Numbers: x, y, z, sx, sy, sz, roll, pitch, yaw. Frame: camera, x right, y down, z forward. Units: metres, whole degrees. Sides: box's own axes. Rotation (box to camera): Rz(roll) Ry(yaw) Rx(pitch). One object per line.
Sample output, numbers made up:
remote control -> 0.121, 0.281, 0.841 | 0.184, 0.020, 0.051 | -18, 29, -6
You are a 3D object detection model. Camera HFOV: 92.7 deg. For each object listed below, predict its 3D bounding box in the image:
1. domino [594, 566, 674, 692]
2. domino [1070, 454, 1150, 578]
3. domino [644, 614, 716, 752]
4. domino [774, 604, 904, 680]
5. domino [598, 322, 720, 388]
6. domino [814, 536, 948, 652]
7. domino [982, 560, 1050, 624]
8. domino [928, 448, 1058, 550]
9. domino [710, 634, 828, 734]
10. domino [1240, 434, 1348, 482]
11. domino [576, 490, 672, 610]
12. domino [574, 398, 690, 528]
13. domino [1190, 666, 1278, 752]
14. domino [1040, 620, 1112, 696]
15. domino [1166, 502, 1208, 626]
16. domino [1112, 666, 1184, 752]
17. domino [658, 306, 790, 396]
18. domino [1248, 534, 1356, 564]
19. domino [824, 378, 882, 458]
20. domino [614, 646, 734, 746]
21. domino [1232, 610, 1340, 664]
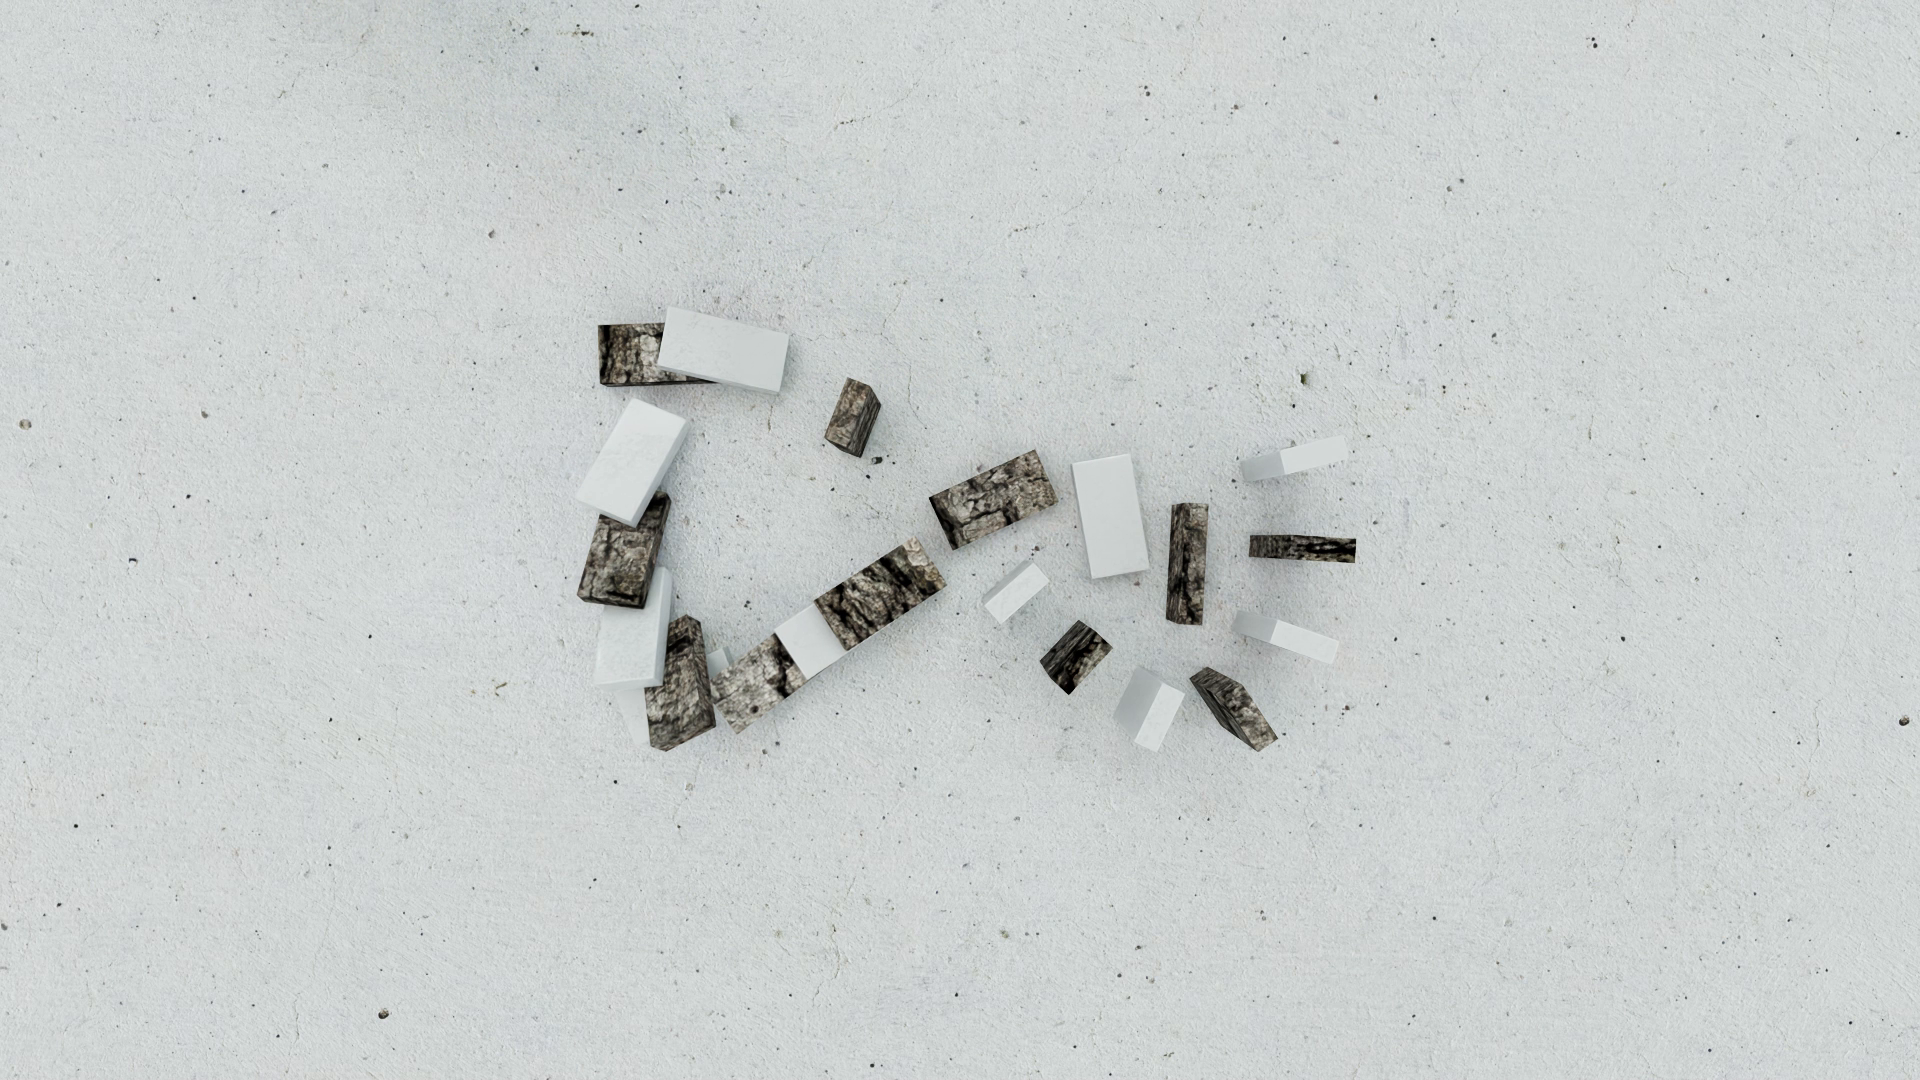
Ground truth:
domino -> -0.136, 0.037, 0.383 | 0.025, 0.010, 0.050 | -7, 61, 4
domino -> 0.064, -0.010, 0.395 | 0.025, 0.010, 0.050 | -10, 90, 0
domino -> -0.117, 0.058, 0.378 | 0.025, 0.009, 0.050 | -27, 56, 11
domino -> -0.051, 0.035, 0.389 | 0.050, 0.009, 0.025 | -34, 90, -16
domino -> -0.129, -0.080, 0.395 | 0.050, 0.009, 0.025 | -2, 90, 0
domino -> -0.033, 0.022, 0.385 | 0.050, 0.009, 0.025 | -33, 90, -16
domino -> 0.022, 0.020, 0.375 | 0.025, 0.050, 0.009 | -41, 90, 0
domino -> 0.014, -0.017, 0.395 | 0.050, 0.010, 0.025 | -24, 90, 0
domino -> -0.081, 0.057, 0.389 | 0.050, 0.009, 0.025 | -37, 92, -14
domino -> 0.135, -0.033, 0.375 | 0.025, 0.050, 0.009 | -14, 90, 0
domino -> -0.141, 0.003, 0.386 | 0.025, 0.010, 0.050 | 7, 68, 0
domino -> -0.138, -0.033, 0.388 | 0.025, 0.009, 0.050 | 23, 72, 0
domino -> 0.111, 0.068, 0.375 | 0.009, 0.050, 0.025 | -34, 90, 0
domino -> 0.047, 0.047, 0.375 | 0.010, 0.050, 0.025 | 43, 90, 0
domino -> 0.096, 0.010, 0.388 | 0.009, 0.025, 0.050 | 3, 90, 0
domino -> 0.076, 0.068, 0.375 | 0.010, 0.050, 0.025 | 26, 90, 0
domino -> -0.100, -0.080, 0.387 | 0.050, 0.010, 0.025 | 10, 86, -18
domino -> 0.139, 0.003, 0.375 | 0.025, 0.050, 0.009 | 4, 90, 0
domino -> -0.043, -0.049, 0.375 | 0.009, 0.050, 0.025 | 21, 90, 0
domino -> -0.120, 0.067, 0.395 | 0.050, 0.010, 0.025 | -22, 90, 0
domino -> 0.132, 0.039, 0.375 | 0.025, 0.050, 0.010 | 19, 90, 0
